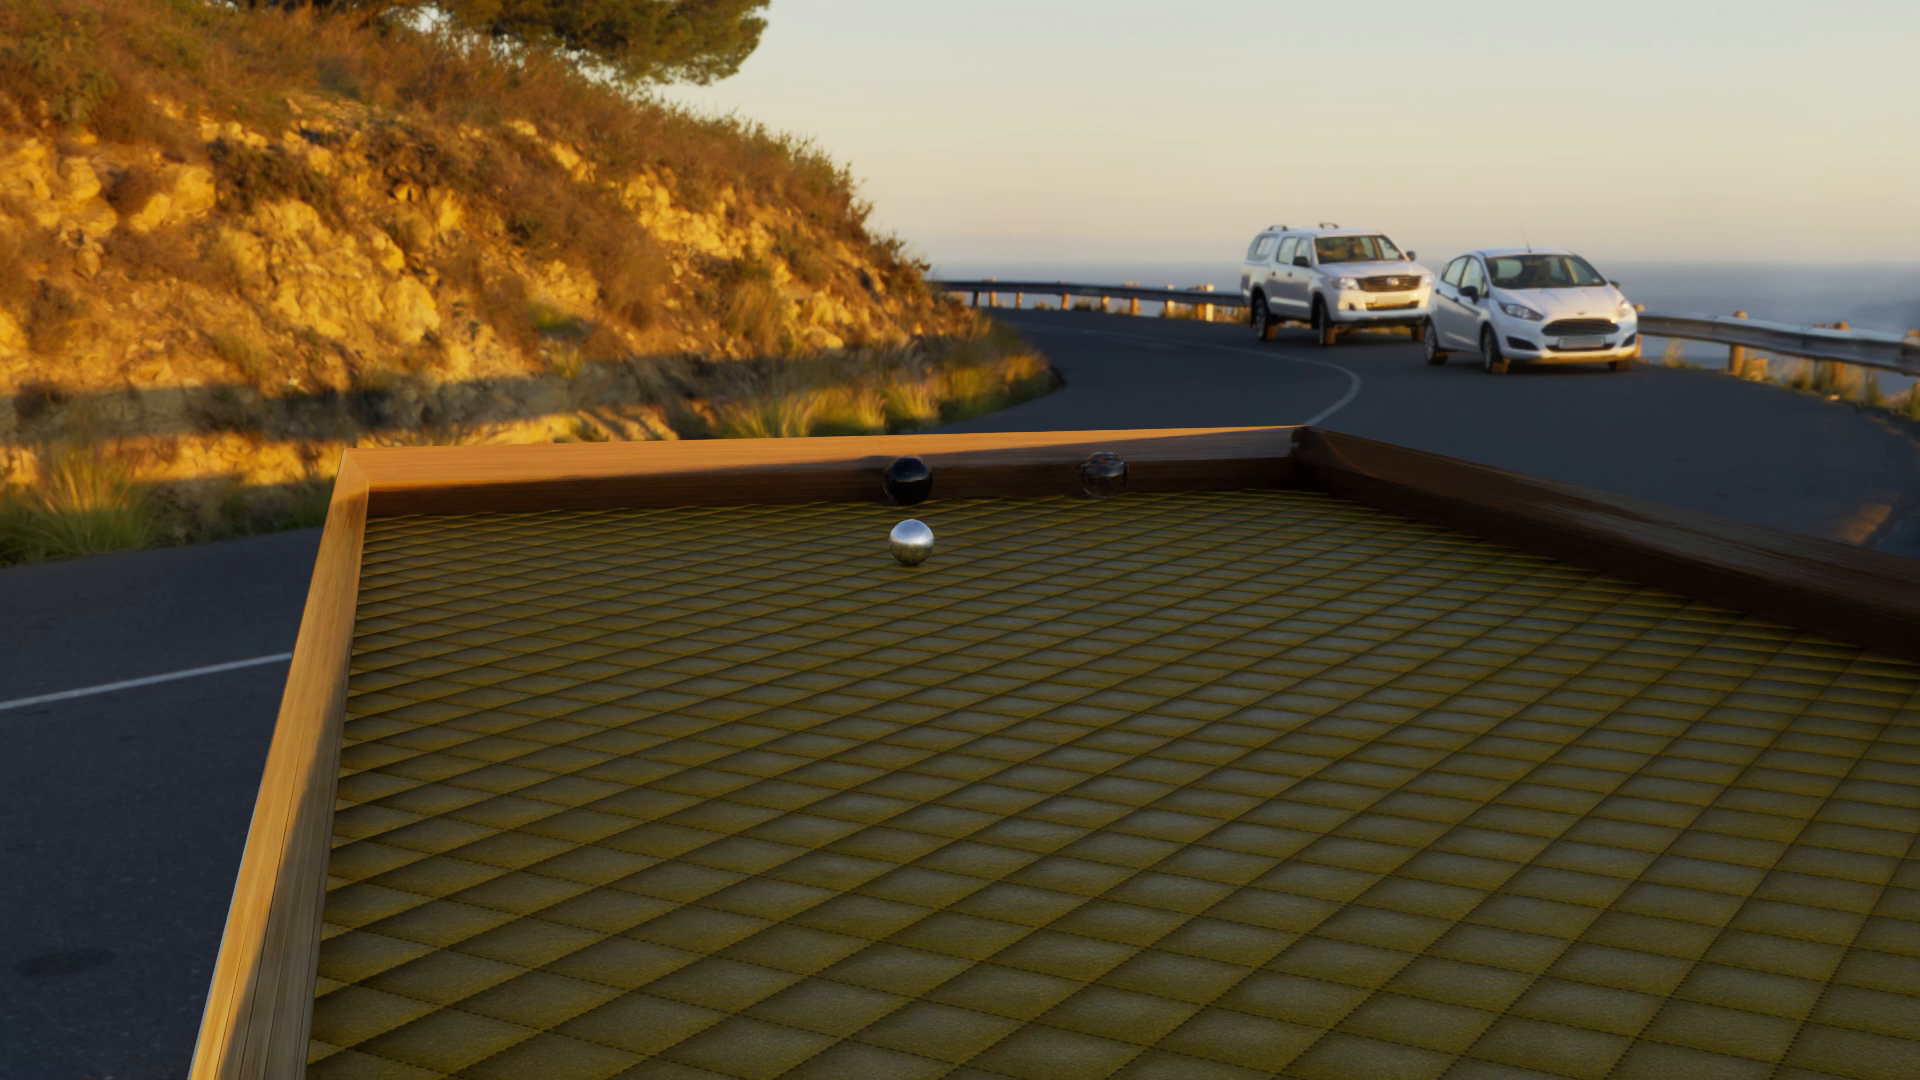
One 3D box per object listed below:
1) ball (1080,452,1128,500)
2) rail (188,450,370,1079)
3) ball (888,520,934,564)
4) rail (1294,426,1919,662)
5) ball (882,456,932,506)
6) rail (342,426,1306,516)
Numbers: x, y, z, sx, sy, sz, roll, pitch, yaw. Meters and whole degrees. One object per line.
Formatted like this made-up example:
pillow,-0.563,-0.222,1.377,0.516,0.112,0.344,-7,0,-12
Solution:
ball,0.277,-0.125,4.248,0.093,0.093,0.093,0,8,0
rail,-0.679,0.127,2.367,0.045,0.123,3.401,-2,8,-14
ball,-0.076,0.003,3.427,0.071,0.071,0.071,0,8,0
rail,1.096,0.064,2.812,0.045,0.123,3.401,-2,8,-14
ball,-0.100,-0.113,4.156,0.095,0.095,0.095,0,8,0
rail,-0.203,-0.134,4.199,1.877,0.123,0.045,-2,8,-14
